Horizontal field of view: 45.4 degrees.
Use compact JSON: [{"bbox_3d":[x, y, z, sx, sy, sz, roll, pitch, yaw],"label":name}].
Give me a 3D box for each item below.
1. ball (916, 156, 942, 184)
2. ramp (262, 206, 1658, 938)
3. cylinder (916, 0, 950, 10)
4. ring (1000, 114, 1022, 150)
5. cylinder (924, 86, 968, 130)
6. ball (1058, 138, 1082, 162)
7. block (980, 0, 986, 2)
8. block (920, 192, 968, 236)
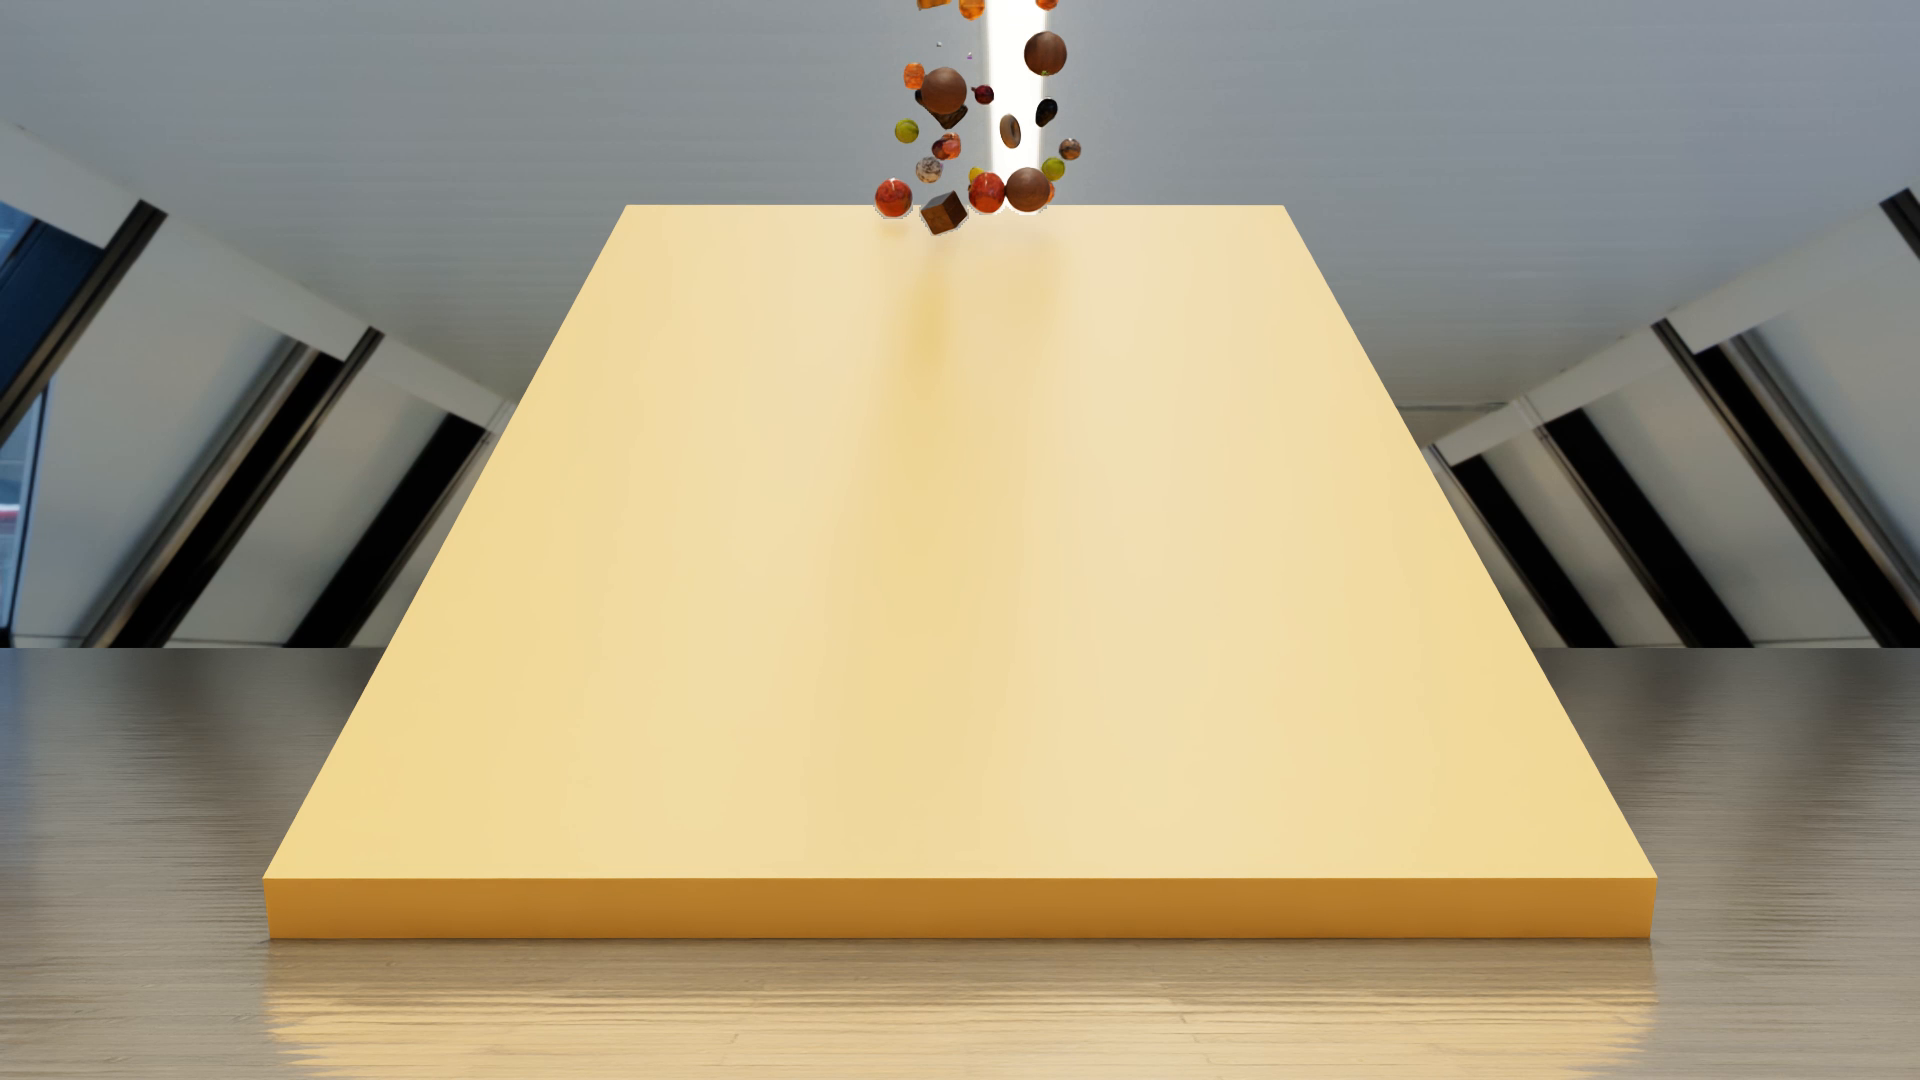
[{"bbox_3d":[-0.088,-1.047,6.502,0.076,0.076,0.076,0,-3,0],"label":"ball"},{"bbox_3d":[-0.007,-0.221,5.166,2.000,0.100,4.000,0,22,0],"label":"ramp"},{"bbox_3d":[-0.081,-1.550,6.492,0.087,0.087,0.087,-13,-1,-6],"label":"cylinder"},{"bbox_3d":[0.151,-1.220,6.861,0.036,0.107,0.107,-7,-5,27],"label":"ring"},{"bbox_3d":[-0.041,-1.280,6.802,0.092,0.092,0.092,-40,-9,-8],"label":"cylinder"},{"bbox_3d":[0.322,-1.144,6.739,0.066,0.066,0.066,0,-3,0],"label":"ball"},{"bbox_3d":[0.084,-1.641,6.834,0.063,0.063,0.063,-15,17,11],"label":"block"},{"bbox_3d":[-0.045,-0.933,6.560,0.081,0.081,0.081,-12,28,39],"label":"block"}]
